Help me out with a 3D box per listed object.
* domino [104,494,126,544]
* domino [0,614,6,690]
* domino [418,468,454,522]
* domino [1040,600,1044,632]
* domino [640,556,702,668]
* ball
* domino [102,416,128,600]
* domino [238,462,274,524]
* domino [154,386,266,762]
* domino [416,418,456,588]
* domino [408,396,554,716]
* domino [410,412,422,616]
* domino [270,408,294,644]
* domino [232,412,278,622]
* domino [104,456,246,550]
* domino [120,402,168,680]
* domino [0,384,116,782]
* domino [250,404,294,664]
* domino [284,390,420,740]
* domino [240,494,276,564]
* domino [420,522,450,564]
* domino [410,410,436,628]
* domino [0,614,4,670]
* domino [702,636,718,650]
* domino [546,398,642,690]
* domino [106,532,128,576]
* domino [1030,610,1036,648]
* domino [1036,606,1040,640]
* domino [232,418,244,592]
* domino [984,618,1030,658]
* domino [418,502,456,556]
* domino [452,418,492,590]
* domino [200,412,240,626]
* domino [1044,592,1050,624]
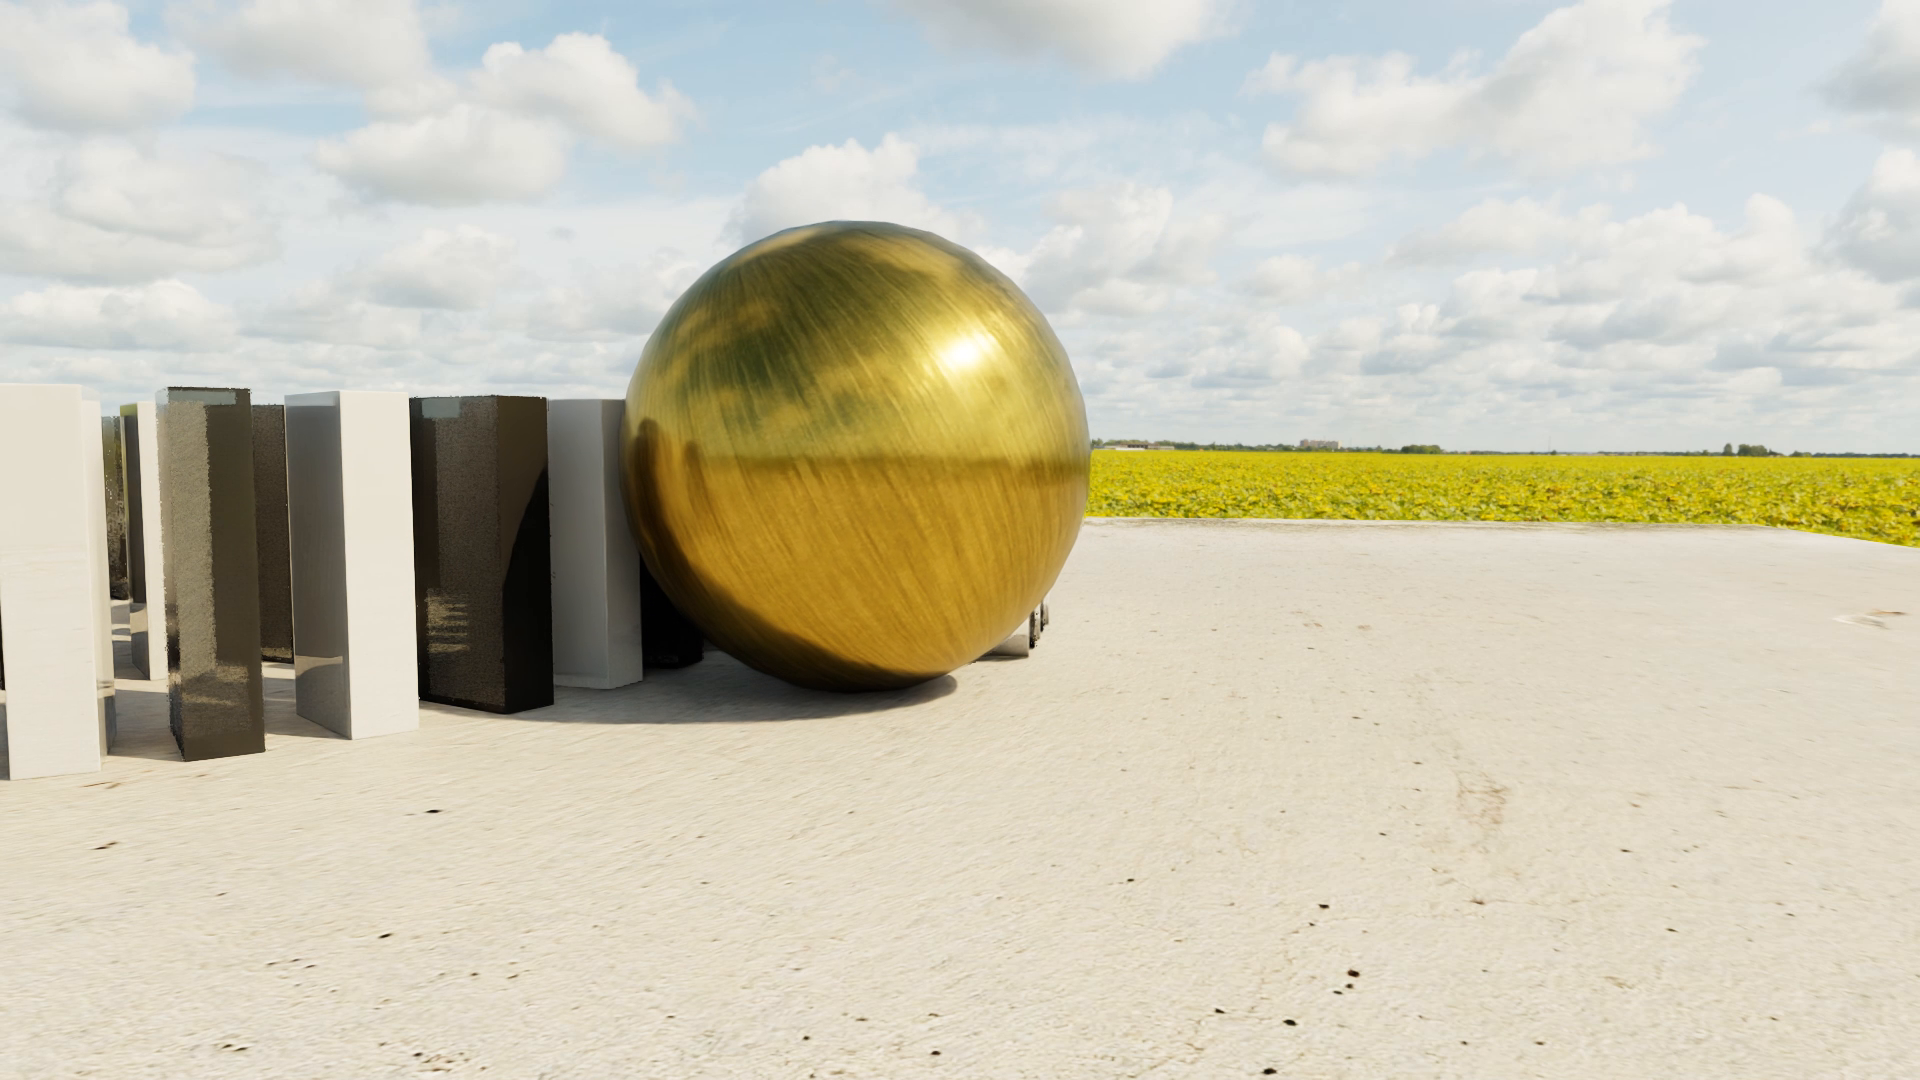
[{"bbox_3d":[-0.279,-0.008,0.421,0.050,0.009,0.025,42,-21,-31],"label":"domino"},{"bbox_3d":[-0.165,0.000,0.233,0.010,0.050,0.025,-2,5,-20],"label":"domino"},{"bbox_3d":[-0.172,-0.009,0.464,0.050,0.009,0.025,30,5,0],"label":"domino"},{"bbox_3d":[0.007,-0.003,0.301,0.025,0.050,0.010,0,-32,5],"label":"domino"},{"bbox_3d":[-0.064,-0.001,0.247,0.025,0.050,0.009,0,4,15],"label":"domino"},{"bbox_3d":[-0.017,-0.014,0.221,0.080,0.080,0.080,0,4,0],"label":"ball"},{"bbox_3d":[-0.233,-0.009,0.359,0.025,0.050,0.009,4,6,43],"label":"domino"},{"bbox_3d":[-0.233,-0.009,0.451,0.050,0.010,0.025,34,-4,-13],"label":"domino"},{"bbox_3d":[-0.107,0.004,0.183,0.009,0.050,0.025,-3,5,-35],"label":"domino"},{"bbox_3d":[-0.158,-0.012,0.388,0.009,0.050,0.025,0,4,4],"label":"domino"},{"bbox_3d":[-0.079,0.002,0.210,0.025,0.050,0.009,3,5,33],"label":"domino"},{"bbox_3d":[-0.145,-0.006,0.310,0.010,0.050,0.025,4,6,43],"label":"domino"},{"bbox_3d":[-0.132,-0.003,0.274,0.025,0.050,0.009,1,4,11],"label":"domino"},{"bbox_3d":[-0.167,-0.006,0.317,0.009,0.050,0.025,0,4,-1],"label":"domino"},{"bbox_3d":[-0.267,-0.009,0.432,0.050,0.010,0.025,40,-16,-25],"label":"domino"},{"bbox_3d":[-0.150,-0.001,0.241,0.010,0.050,0.025,-3,6,-39],"label":"domino"},{"bbox_3d":[-0.122,0.005,0.173,0.009,0.050,0.025,-2,5,-29],"label":"domino"},{"bbox_3d":[-0.138,-0.002,0.256,0.025,0.050,0.009,2,5,27],"label":"domino"},{"bbox_3d":[-0.092,0.003,0.195,0.010,0.050,0.025,-4,6,-44],"label":"domino"},{"bbox_3d":[-0.251,-0.010,0.443,0.050,0.009,0.025,37,-7,-16],"label":"domino"},{"bbox_3d":[-0.211,-0.008,0.458,0.050,0.009,0.025,30,1,-8],"label":"domino"},{"bbox_3d":[-0.135,-0.005,0.296,0.025,0.050,0.009,-2,5,-25],"label":"domino"},{"bbox_3d":[-0.185,0.000,0.229,0.010,0.050,0.025,0,4,-5],"label":"domino"},{"bbox_3d":[-0.059,-0.003,0.269,0.025,0.050,0.010,1,4,7],"label":"domino"},{"bbox_3d":[-0.070,0.000,0.228,0.025,0.050,0.010,1,4,23],"label":"domino"},{"bbox_3d":[-0.291,-0.007,0.408,0.025,0.009,0.050,5,-32,47],"label":"domino"},{"bbox_3d":[0.004,-0.001,0.278,0.025,0.050,0.009,0,-32,5],"label":"domino"},{"bbox_3d":[0.006,-0.002,0.290,0.025,0.050,0.009,0,-32,5],"label":"domino"},{"bbox_3d":[-0.217,-0.010,0.373,0.010,0.050,0.025,-3,5,-36],"label":"domino"},{"bbox_3d":[0.002,0.000,0.267,0.025,0.050,0.009,0,-32,5],"label":"domino"},{"bbox_3d":[-0.193,-0.009,0.461,0.050,0.009,0.025,30,1,-5],"label":"domino"},{"bbox_3d":[-0.141,-0.011,0.386,0.009,0.050,0.025,1,4,11],"label":"domino"},{"bbox_3d":[-0.184,-0.005,0.306,0.025,0.050,0.009,3,5,35],"label":"domino"},{"bbox_3d":[0.010,-0.004,0.313,0.025,0.050,0.010,0,-32,5],"label":"domino"}]
